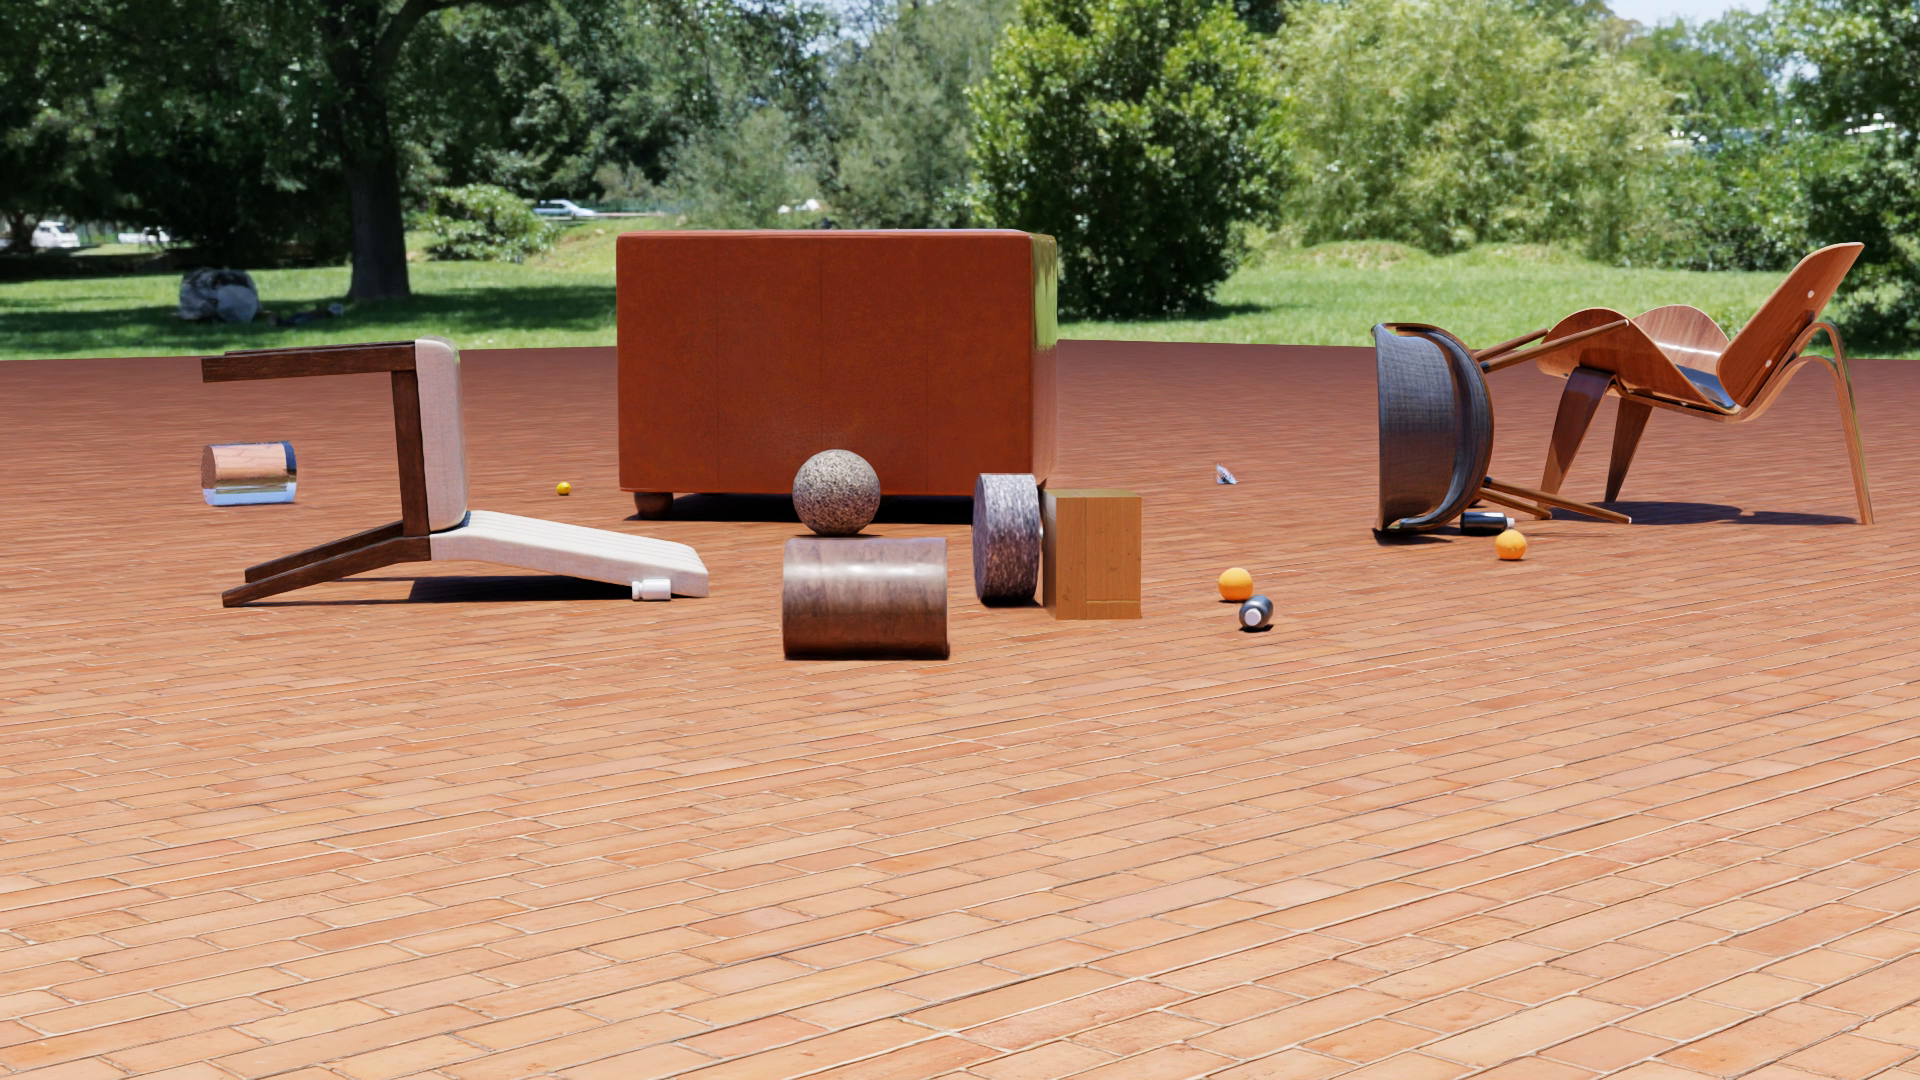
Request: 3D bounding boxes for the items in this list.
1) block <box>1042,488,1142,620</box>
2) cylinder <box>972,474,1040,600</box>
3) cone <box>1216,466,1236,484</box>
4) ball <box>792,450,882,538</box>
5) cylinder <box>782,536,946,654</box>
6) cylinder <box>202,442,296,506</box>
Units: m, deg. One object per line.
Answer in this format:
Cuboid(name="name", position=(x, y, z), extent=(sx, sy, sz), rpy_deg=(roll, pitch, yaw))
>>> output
Cuboid(name="block", position=(0.256, 0.026, 5.011), extent=(0.165, 0.236, 0.193), rpy_deg=(-1, 6, -6))
Cuboid(name="cylinder", position=(0.092, -0.004, 5.203), extent=(0.106, 0.268, 0.243), rpy_deg=(-1, 47, -6))
Cuboid(name="cone", position=(0.833, -0.194, 8.154), extent=(0.082, 0.040, 0.096), rpy_deg=(46, 20, 8))
Cuboid(name="ball", position=(-0.311, -0.117, 6.456), extent=(0.223, 0.223, 0.223), rpy_deg=(0, 6, 0))
Cuboid(name="cylinder", position=(-0.164, 0.097, 4.507), extent=(0.282, 0.180, 0.252), rpy_deg=(0, 33, -1))
Cuboid(name="cylinder", position=(-2.059, -0.193, 7.429), extent=(0.230, 0.178, 0.169), rpy_deg=(-3, 39, -30))
